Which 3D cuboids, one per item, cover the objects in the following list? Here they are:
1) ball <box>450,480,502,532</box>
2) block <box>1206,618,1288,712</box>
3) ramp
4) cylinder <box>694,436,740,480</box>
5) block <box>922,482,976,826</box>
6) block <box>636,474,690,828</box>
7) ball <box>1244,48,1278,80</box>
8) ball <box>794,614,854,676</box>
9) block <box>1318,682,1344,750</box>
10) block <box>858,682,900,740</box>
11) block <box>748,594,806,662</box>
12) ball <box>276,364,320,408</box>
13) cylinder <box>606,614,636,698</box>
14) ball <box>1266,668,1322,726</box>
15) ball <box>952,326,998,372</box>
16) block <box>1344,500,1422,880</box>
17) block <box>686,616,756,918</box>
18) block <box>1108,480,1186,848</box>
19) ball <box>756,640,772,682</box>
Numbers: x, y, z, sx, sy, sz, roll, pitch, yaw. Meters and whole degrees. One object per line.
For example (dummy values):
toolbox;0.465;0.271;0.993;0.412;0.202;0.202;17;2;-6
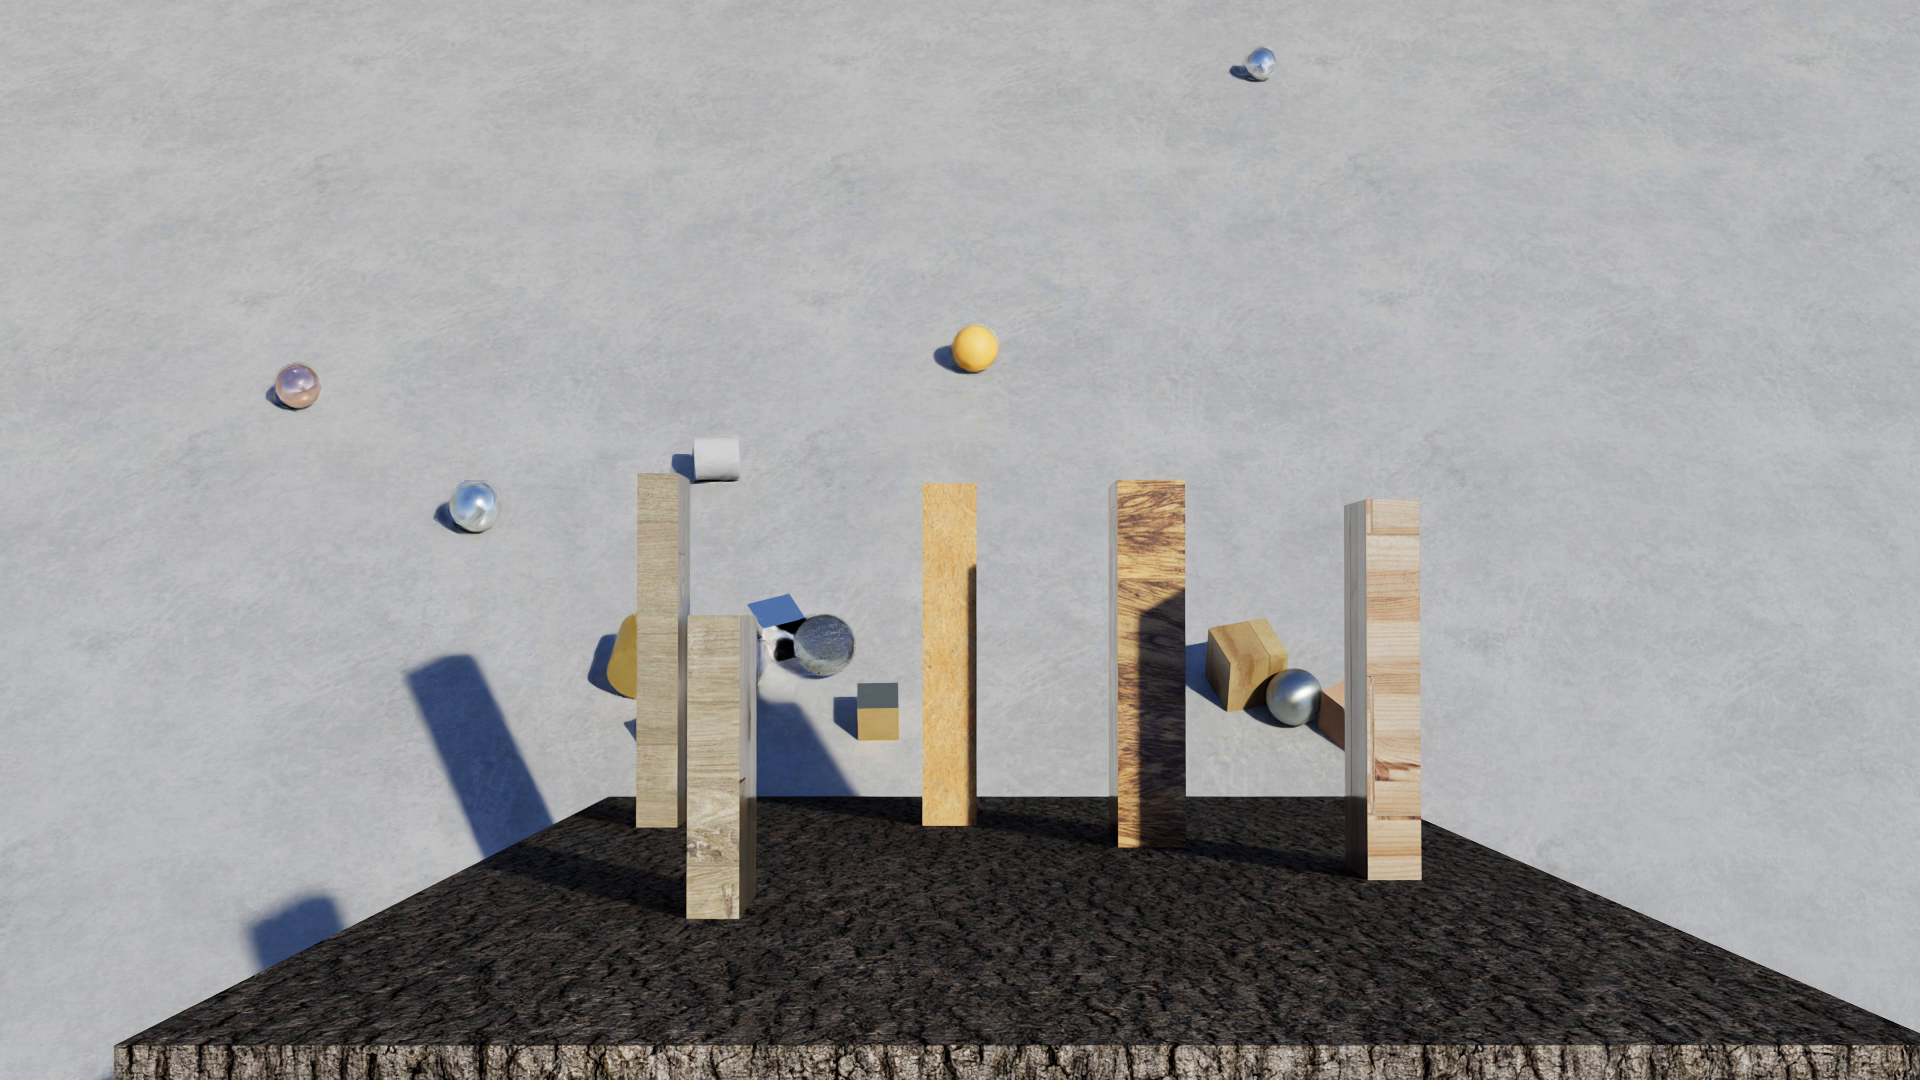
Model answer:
ball;-1.483;-0.103;7.949;0.156;0.156;0.156;0;35;0
block;0.803;0.350;7.285;0.171;0.171;0.171;-10;36;-14
ramp;0.077;0.663;4.829;2.000;0.100;4.000;0;-2;0
cylinder;-0.765;-0.258;8.187;0.138;0.138;0.138;-2;35;-3
block;-0.023;0.263;6.053;0.122;0.774;0.367;0;-2;0
block;-0.679;0.251;5.954;0.092;0.793;0.258;0;-2;0
ball;1.230;-1.947;10.615;0.132;0.132;0.132;0;35;0
ball;-0.385;0.297;7.358;0.175;0.175;0.175;0;35;0
block;1.084;0.478;7.133;0.134;0.134;0.134;-21;40;-27
block;-0.225;0.473;7.160;0.113;0.113;0.113;-1;35;-1
block;-0.526;0.256;7.457;0.129;0.129;0.129;-14;37;-19
ball;-2.175;-0.506;8.536;0.145;0.145;0.145;0;35;0
cylinder;-0.889;0.325;7.316;0.178;0.178;0.178;3;34;5
ball;0.925;0.433;7.178;0.158;0.158;0.158;0;35;0
ball;0.050;-0.642;8.723;0.155;0.155;0.155;0;35;0
block;0.775;0.271;4.778;0.095;0.680;0.270;0;-2;0
block;-0.384;0.358;4.210;0.081;0.471;0.339;0;-2;0
block;0.392;0.257;5.472;0.139;0.751;0.325;0;-2;0
ball;-0.596;0.341;7.336;0.129;0.129;0.129;0;35;0
